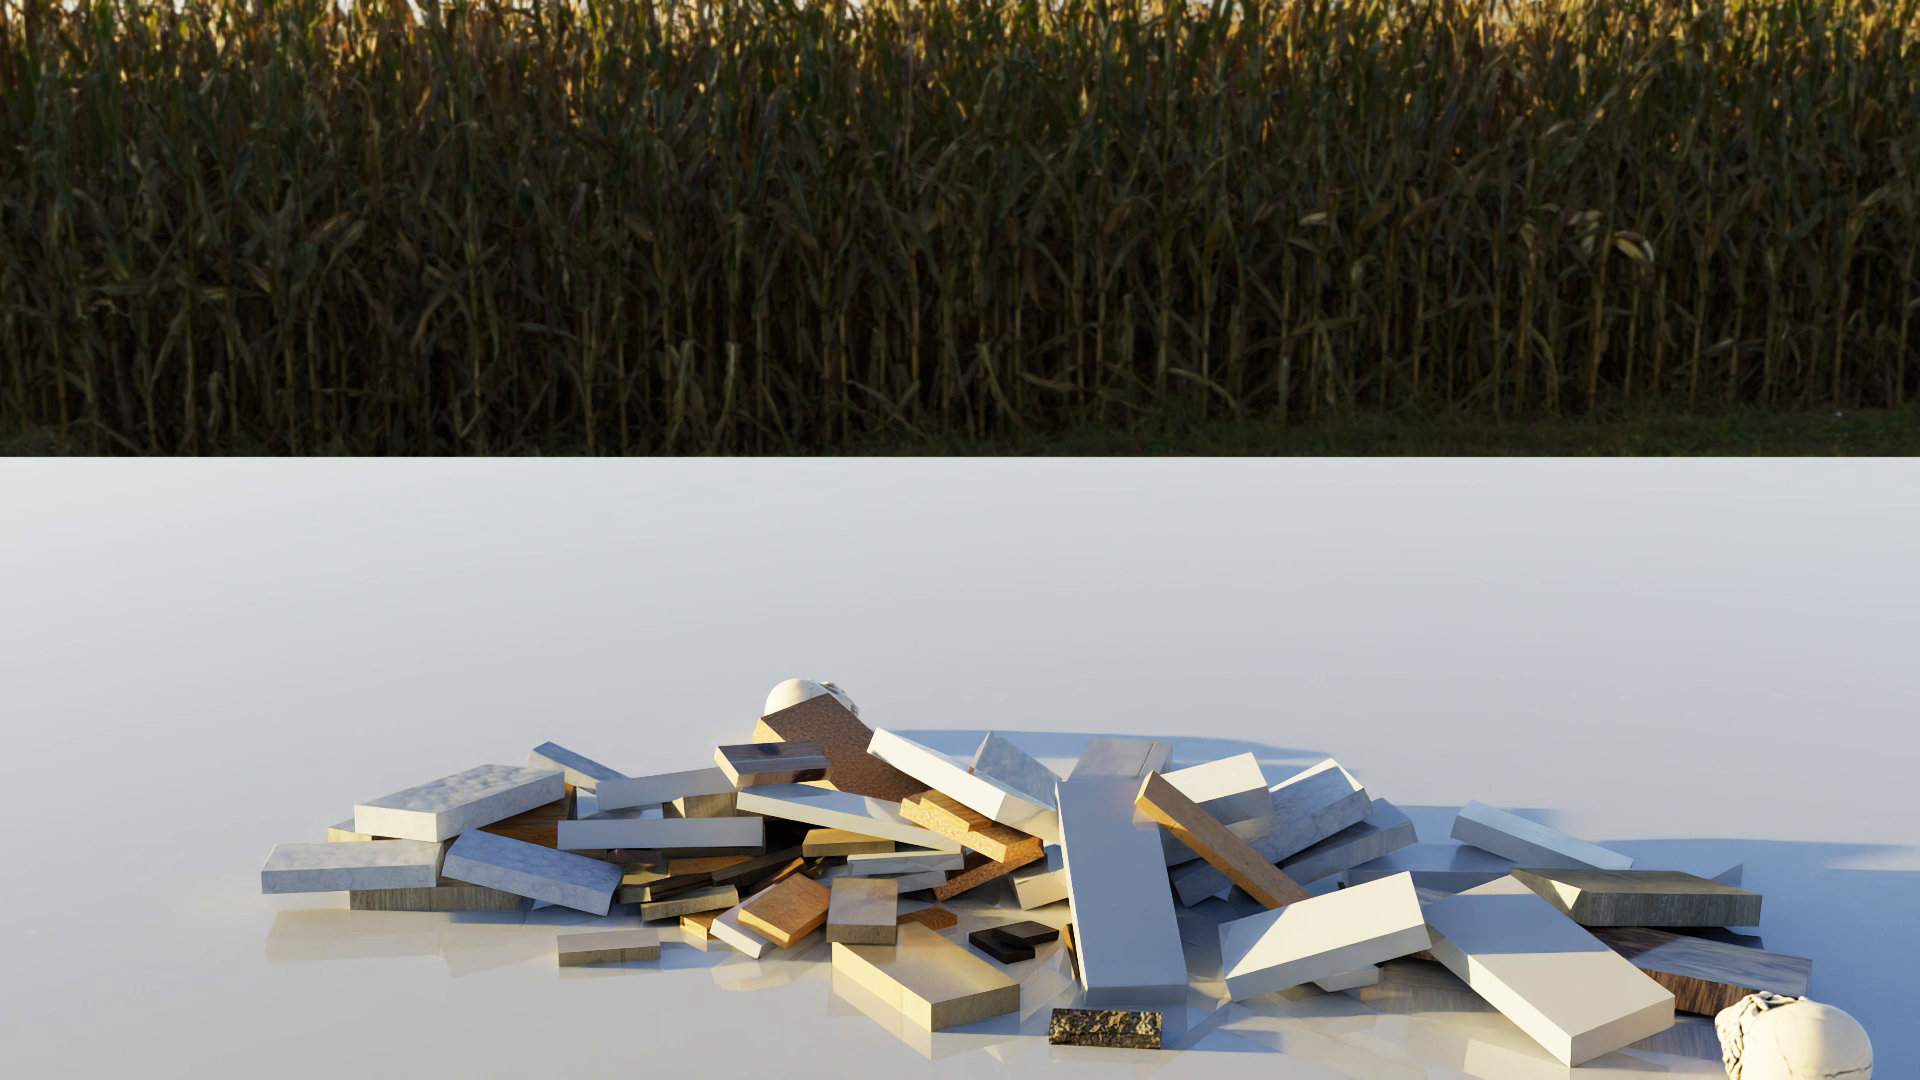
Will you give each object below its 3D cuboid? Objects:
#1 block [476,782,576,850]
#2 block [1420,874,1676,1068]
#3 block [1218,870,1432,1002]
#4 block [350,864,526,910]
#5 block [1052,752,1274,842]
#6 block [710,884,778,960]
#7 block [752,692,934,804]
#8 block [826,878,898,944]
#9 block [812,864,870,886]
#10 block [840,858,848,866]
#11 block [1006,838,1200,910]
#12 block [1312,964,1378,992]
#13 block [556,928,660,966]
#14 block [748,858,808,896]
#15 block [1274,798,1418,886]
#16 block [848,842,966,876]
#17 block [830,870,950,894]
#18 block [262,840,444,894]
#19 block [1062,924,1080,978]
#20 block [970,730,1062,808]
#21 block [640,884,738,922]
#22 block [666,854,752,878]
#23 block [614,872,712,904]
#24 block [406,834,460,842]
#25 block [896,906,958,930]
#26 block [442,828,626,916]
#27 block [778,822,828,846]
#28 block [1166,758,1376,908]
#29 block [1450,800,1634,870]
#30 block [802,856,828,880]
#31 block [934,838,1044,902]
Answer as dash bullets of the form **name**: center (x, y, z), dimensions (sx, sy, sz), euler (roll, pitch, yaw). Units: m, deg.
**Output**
- **block**: center (-0.798, 0.499, 4.026), dimensions (0.171, 0.048, 0.342), euler (-1, 11, -7)
- **block**: center (0.831, 0.612, 3.158), dimensions (0.179, 0.051, 0.358), euler (-15, 26, -21)
- **block**: center (0.535, 0.585, 3.247), dimensions (0.298, 0.042, 0.149), euler (-18, 20, 9)
- **block**: center (-0.859, 0.573, 3.656), dimensions (0.275, 0.039, 0.137), euler (0, 11, 0)
- **block**: center (0.335, 0.447, 3.669), dimensions (0.349, 0.049, 0.175), euler (-14, 12, 2)
- **block**: center (-0.306, 0.600, 3.467), dimensions (0.090, 0.026, 0.181), euler (25, 20, 21)
- **block**: center (-0.184, 0.415, 3.892), dimensions (0.353, 0.050, 0.176), euler (39, 35, 27)
- **block**: center (-0.150, 0.576, 3.423), dimensions (0.104, 0.029, 0.208), euler (2, 10, -1)
- **block**: center (-0.202, 0.557, 3.651), dimensions (0.103, 0.015, 0.051), euler (-10, 10, 5)
- **block**: center (-0.123, 0.553, 3.806), dimensions (0.153, 0.022, 0.077), euler (-3, 11, -18)
- **block**: center (0.251, 0.518, 3.683), dimensions (0.349, 0.049, 0.175), euler (-16, 12, -5)
- **block**: center (0.540, 0.625, 3.282), dimensions (0.085, 0.024, 0.171), euler (-4, 13, -23)
- **block**: center (-0.543, 0.629, 3.398), dimensions (0.154, 0.022, 0.077), euler (-2, 11, -12)
- **block**: center (-0.301, 0.561, 3.637), dimensions (0.103, 0.015, 0.051), euler (-30, 7, -9)
- **block**: center (0.608, 0.518, 3.690), dimensions (0.285, 0.040, 0.143), euler (-20, 11, -5)
- **block**: center (-0.086, 0.522, 3.645), dimensions (0.190, 0.027, 0.095), euler (-4, 11, 4)
- **block**: center (-0.115, 0.560, 3.656), dimensions (0.190, 0.027, 0.095), euler (-10, 10, 5)
- **block**: center (-1.000, 0.537, 3.632), dimensions (0.275, 0.039, 0.137), euler (-1, 11, -7)
- **block**: center (0.240, 0.615, 3.341), dimensions (0.155, 0.077, 0.022), euler (-4, -32, -18)
- **block**: center (0.094, 0.456, 4.033), dimensions (0.165, 0.047, 0.329), euler (34, 13, 0)
- **block**: center (-0.438, 0.586, 3.553), dimensions (0.154, 0.022, 0.077), euler (-8, 2, -10)
- **block**: center (-0.424, 0.563, 3.755), dimensions (0.146, 0.021, 0.073), euler (-2, 11, -12)
- **block**: center (-0.486, 0.571, 3.611), dimensions (0.077, 0.022, 0.154), euler (-11, -4, 33)
- **block**: center (-0.998, 0.530, 3.916), dimensions (0.101, 0.029, 0.203), euler (8, 13, 36)
- **block**: center (-0.064, 0.611, 3.515), dimensions (0.109, 0.015, 0.054), euler (-8, 13, -36)
- **block**: center (-0.699, 0.545, 3.620), dimensions (0.275, 0.039, 0.137), euler (14, 10, -2)
- **block**: center (-0.242, 0.513, 3.909), dimensions (0.149, 0.021, 0.075), euler (-10, 14, -40)
- **block**: center (0.503, 0.488, 3.685), dimensions (0.349, 0.049, 0.175), euler (-26, 13, -3)
- **block**: center (0.982, 0.520, 3.710), dimensions (0.285, 0.040, 0.143), euler (20, 11, 21)
- **block**: center (-0.271, 0.560, 3.648), dimensions (0.103, 0.015, 0.051), euler (-28, 6, 18)
- **block**: center (0.048, 0.537, 3.665), dimensions (0.190, 0.027, 0.095), euler (-24, 9, 6)
